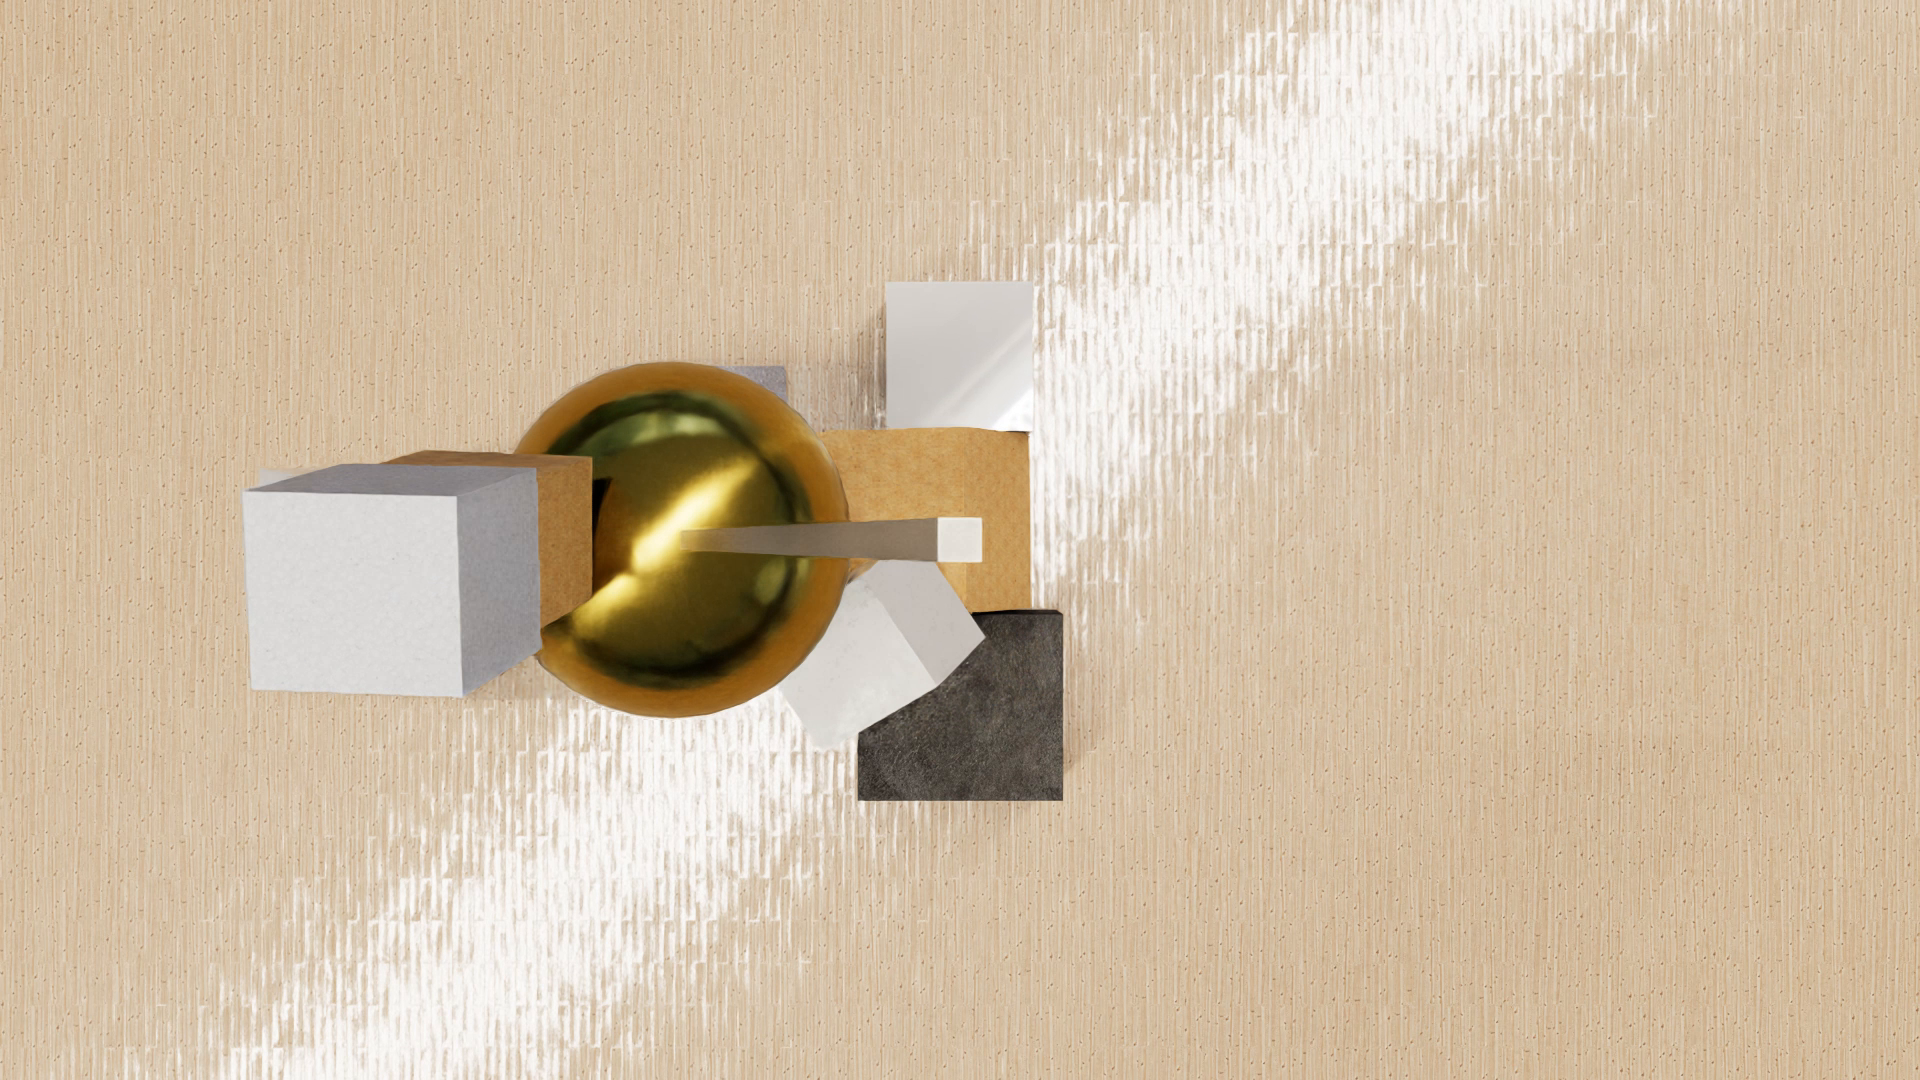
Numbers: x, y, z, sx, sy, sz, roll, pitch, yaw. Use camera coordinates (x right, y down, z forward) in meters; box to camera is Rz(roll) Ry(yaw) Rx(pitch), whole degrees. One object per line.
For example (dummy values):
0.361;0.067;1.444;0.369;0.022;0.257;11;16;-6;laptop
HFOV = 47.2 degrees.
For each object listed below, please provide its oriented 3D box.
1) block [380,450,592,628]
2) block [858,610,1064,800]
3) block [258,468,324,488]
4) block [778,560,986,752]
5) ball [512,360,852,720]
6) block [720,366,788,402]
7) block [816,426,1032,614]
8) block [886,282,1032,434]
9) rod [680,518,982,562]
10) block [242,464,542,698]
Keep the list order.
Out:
-1.912;-0.011;8.729;0.711;0.720;0.590;3;99;8;block
0.002;0.923;12.551;1.133;0.897;1.026;0;90;0;block
-2.910;0.023;10.662;0.729;0.648;0.695;-3;98;-45;block
-0.480;0.536;11.583;0.811;0.682;0.682;-32;95;29;block
-1.282;0.000;9.815;1.600;1.600;1.600;0;90;0;ball
-1.464;-0.355;12.029;0.895;0.907;1.001;-2;81;-19;block
-0.259;-0.104;12.355;1.028;0.967;0.996;-1;90;23;block
-0.002;-1.024;12.624;0.813;0.752;0.831;0;90;0;block
-0.556;0.000;6.493;0.080;5.200;0.080;0;90;-12;rod
-2.032;0.125;7.975;0.767;0.829;0.697;1;99;8;block
